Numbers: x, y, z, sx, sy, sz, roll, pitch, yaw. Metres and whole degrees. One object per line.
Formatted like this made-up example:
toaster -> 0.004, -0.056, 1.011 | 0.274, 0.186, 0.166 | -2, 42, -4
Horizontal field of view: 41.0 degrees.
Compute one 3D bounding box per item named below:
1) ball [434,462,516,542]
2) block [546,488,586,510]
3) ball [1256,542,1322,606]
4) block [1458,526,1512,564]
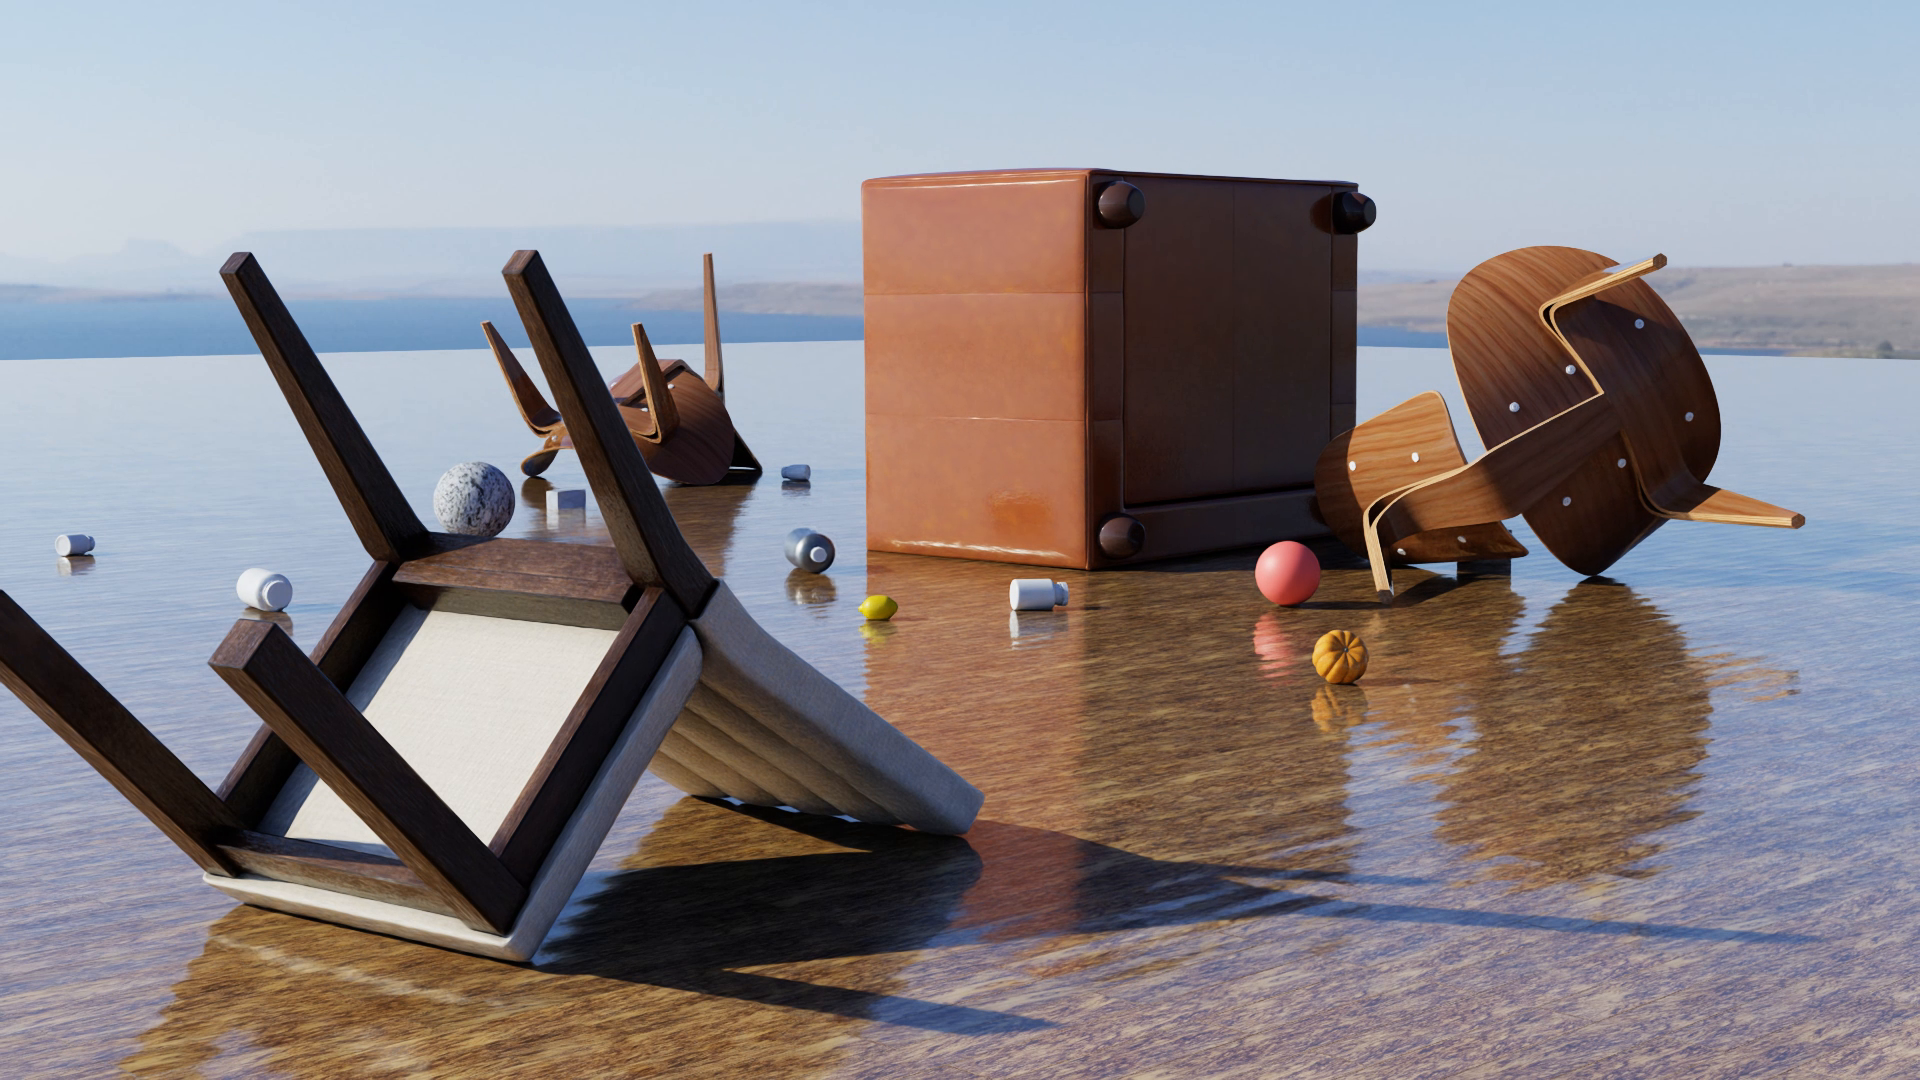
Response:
ball -> -1.204, -0.096, 6.364 | 0.200, 0.200, 0.200 | 0, 6, 0
block -> -1.122, -0.117, 7.309 | 0.044, 0.049, 0.113 | 4, 7, 35
ball -> 0.656, 0.067, 5.127 | 0.130, 0.130, 0.130 | 0, 6, 0
block -> 1.214, 0.011, 5.940 | 0.097, 0.074, 0.076 | -3, 6, -24
